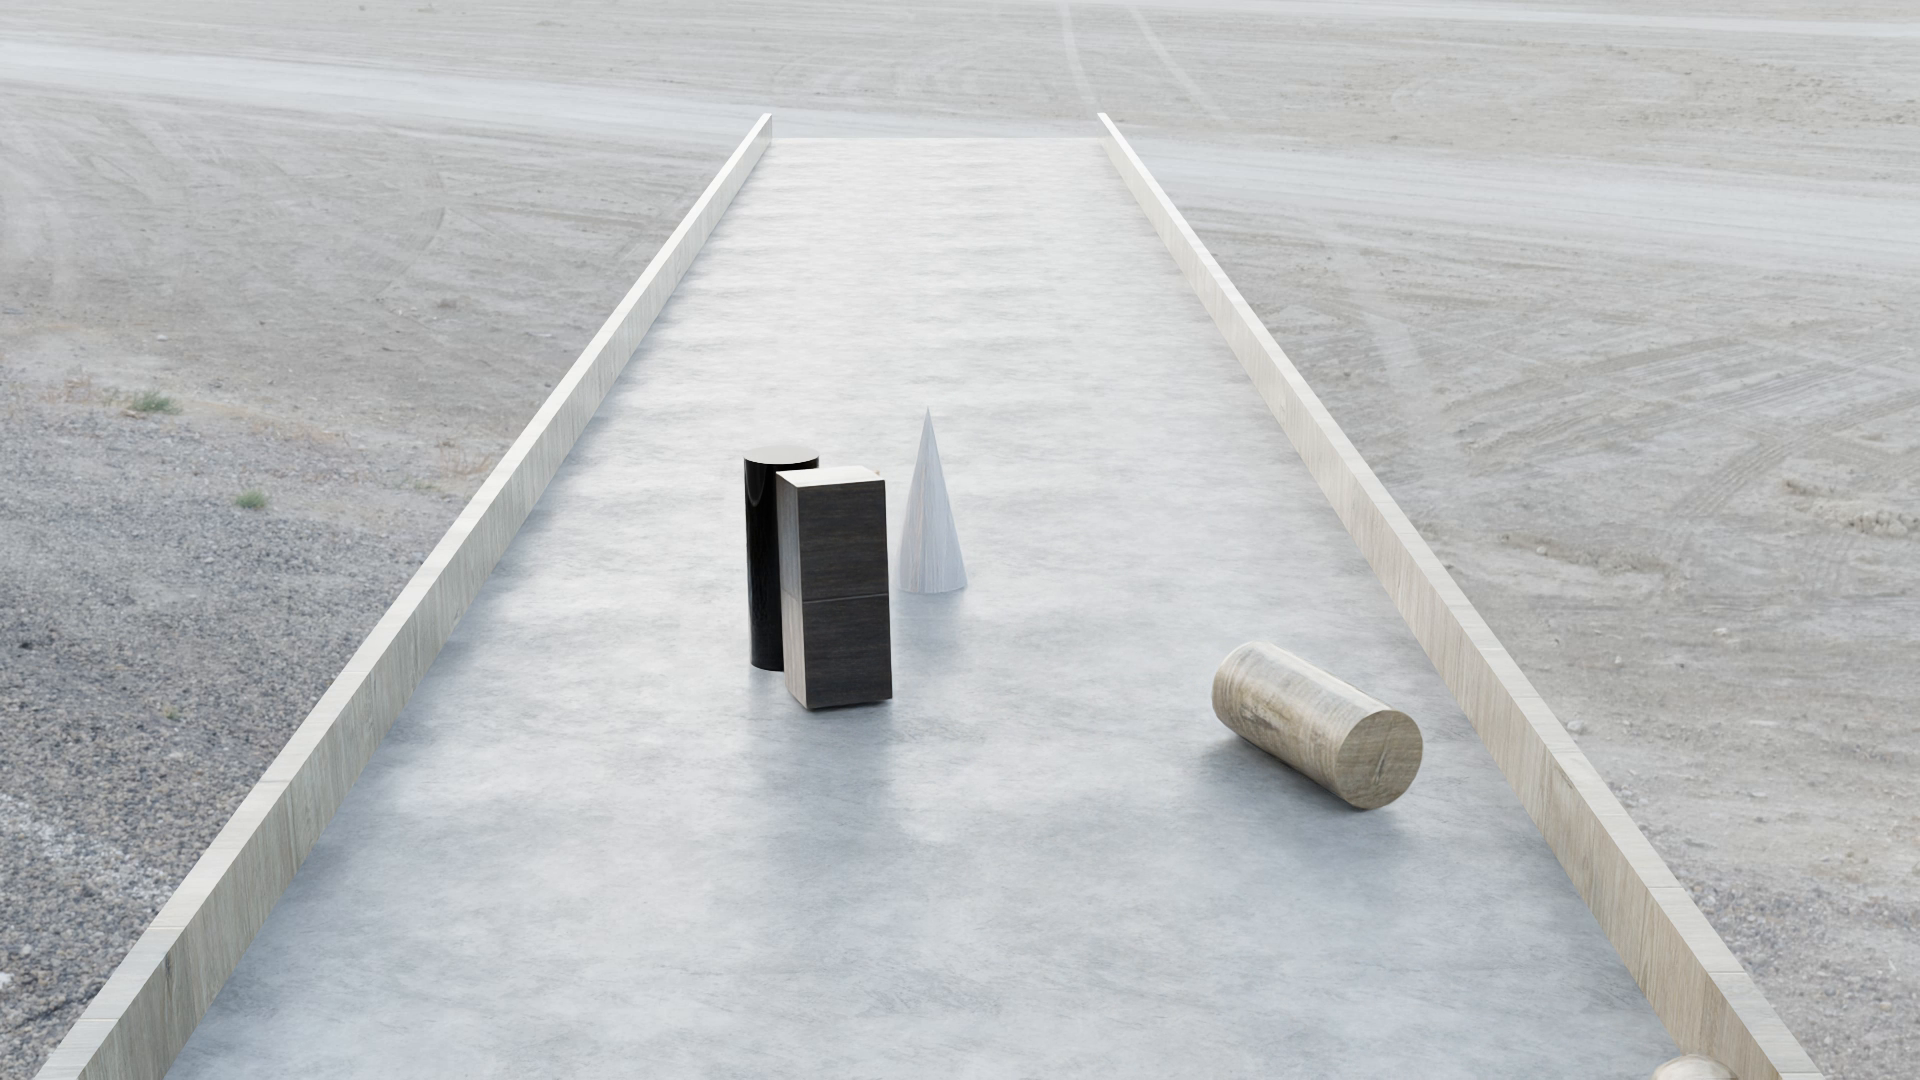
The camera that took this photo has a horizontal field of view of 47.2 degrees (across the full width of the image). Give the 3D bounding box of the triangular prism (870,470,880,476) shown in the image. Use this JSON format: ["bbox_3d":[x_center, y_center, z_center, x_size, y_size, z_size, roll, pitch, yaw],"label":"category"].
[{"bbox_3d":[-0.252,0.010,4.647,0.112,0.311,0.129,10,19,30],"label":"triangular prism"}]

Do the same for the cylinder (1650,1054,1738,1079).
[{"bbox_3d":[0.868,0.741,2.528,0.117,0.117,0.389,3,17,11],"label":"cylinder"}]

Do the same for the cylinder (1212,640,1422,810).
[{"bbox_3d":[0.618,0.318,3.847,0.177,0.177,0.390,-8,18,-24],"label":"cylinder"}]

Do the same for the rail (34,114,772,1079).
[{"bbox_3d":[-1.118,-0.838,7.780,0.050,0.150,12.000,0,17,-1],"label":"rail"}]

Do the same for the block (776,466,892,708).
[{"bbox_3d":[-0.239,0.086,4.176,0.168,0.422,0.168,-5,13,-17],"label":"block"}]

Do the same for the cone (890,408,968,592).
[{"bbox_3d":[-0.070,-0.103,4.862,0.175,0.405,0.175,0,17,0],"label":"cone"}]

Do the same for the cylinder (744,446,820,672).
[{"bbox_3d":[-0.349,0.036,4.361,0.149,0.425,0.149,0,17,0],"label":"cylinder"}]

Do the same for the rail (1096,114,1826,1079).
[{"bbox_3d":[0.932,-0.844,7.801,0.050,0.150,12.000,0,17,-1],"label":"rail"}]
